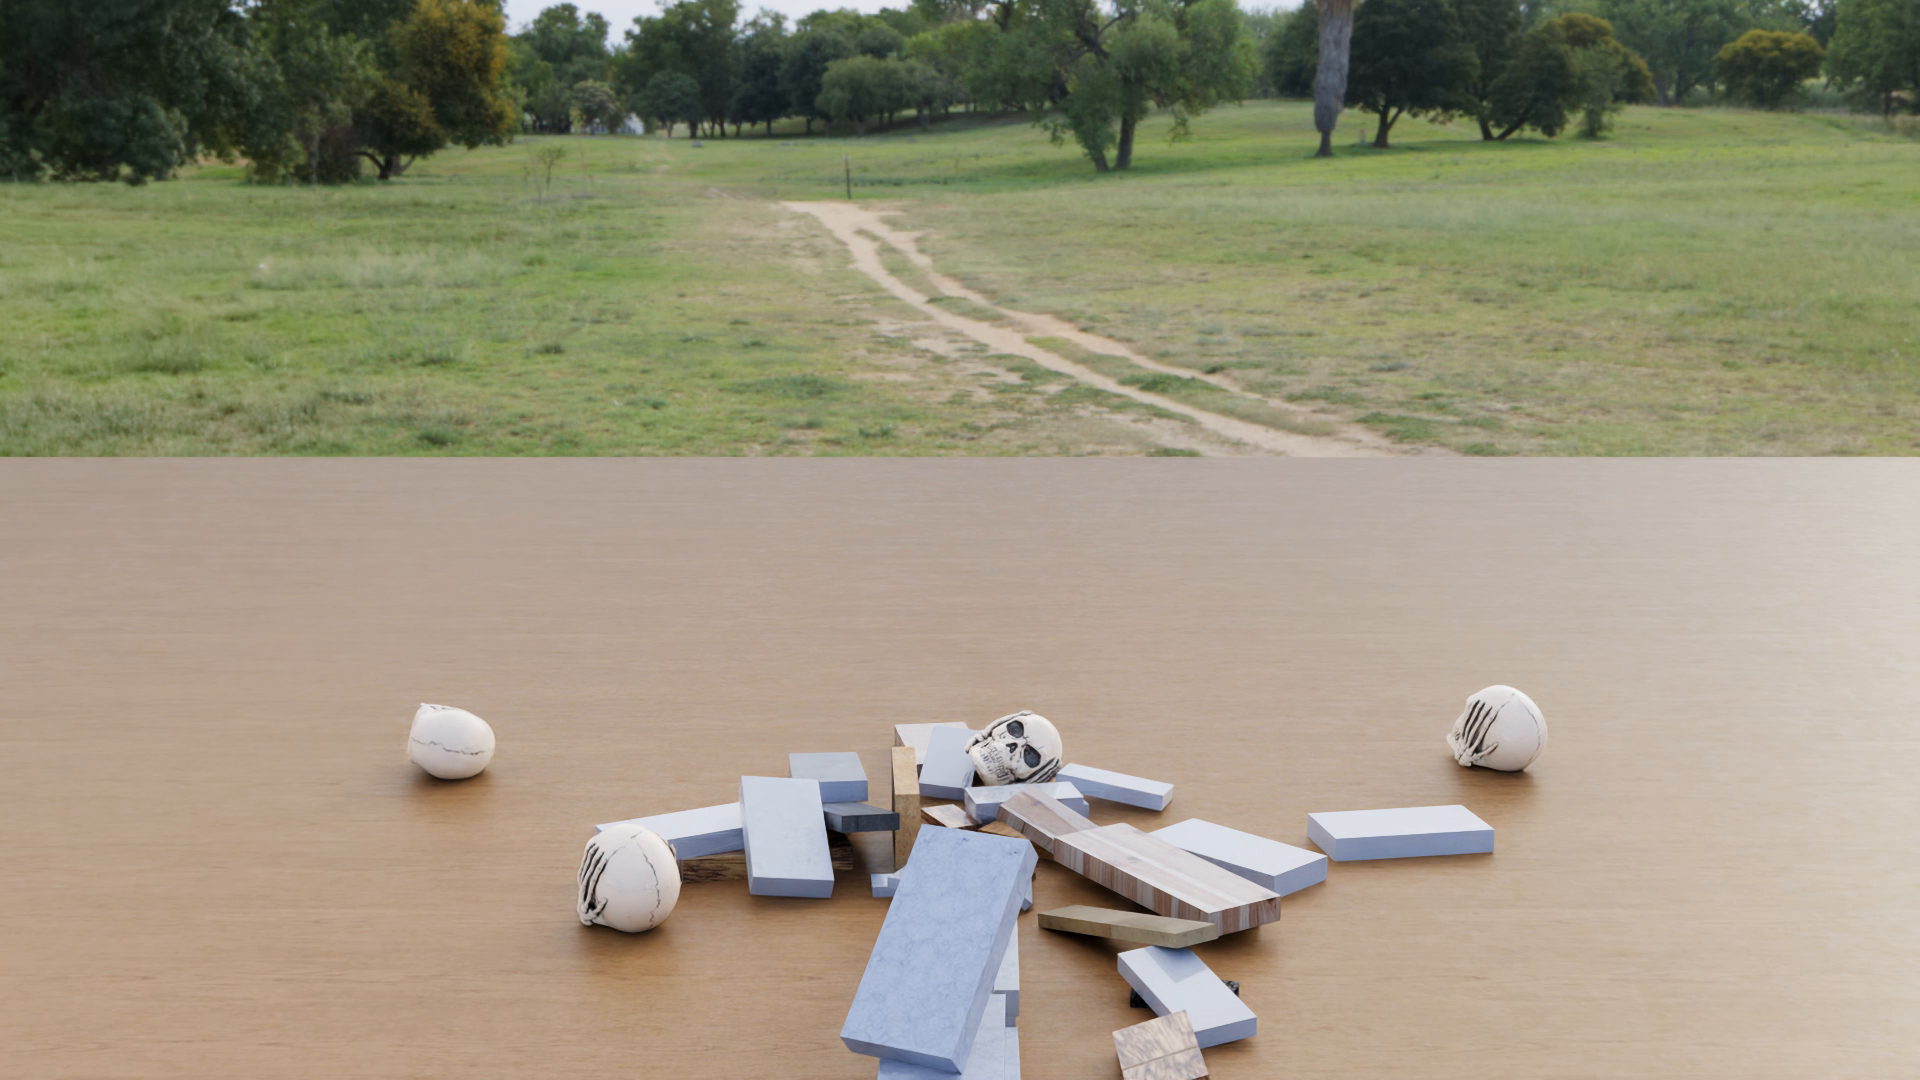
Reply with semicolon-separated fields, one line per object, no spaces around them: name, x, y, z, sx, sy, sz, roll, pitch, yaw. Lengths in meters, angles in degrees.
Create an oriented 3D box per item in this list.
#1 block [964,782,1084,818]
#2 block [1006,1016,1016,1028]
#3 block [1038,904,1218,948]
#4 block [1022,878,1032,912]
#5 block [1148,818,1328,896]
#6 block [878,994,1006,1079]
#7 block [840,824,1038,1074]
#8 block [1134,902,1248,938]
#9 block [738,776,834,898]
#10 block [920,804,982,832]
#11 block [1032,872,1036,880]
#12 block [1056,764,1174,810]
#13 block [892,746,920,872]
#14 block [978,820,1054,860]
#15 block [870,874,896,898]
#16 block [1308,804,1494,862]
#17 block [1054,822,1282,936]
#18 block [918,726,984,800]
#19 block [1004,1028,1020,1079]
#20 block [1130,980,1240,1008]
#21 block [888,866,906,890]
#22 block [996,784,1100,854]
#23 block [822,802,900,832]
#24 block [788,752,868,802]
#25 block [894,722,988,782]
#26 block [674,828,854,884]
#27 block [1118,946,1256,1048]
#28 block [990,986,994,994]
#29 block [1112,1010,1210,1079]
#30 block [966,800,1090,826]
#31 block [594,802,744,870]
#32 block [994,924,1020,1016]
block;0.117;0.477;4.038;0.201;0.028;0.100;-2;11;-11
block;0.002;0.646;3.246;0.155;0.044;0.311;0;11;0
block;0.252;0.593;3.381;0.076;0.022;0.365;-7;0;-32
block;0.090;0.567;3.641;0.062;0.018;0.124;41;9;-6
block;0.469;0.547;3.788;0.147;0.042;0.293;-10;15;-43
block;-0.021;0.672;2.860;0.158;0.045;0.316;0;11;2
block;-0.024;0.525;2.853;0.158;0.045;0.316;5;54;26
block;0.384;0.594;3.569;0.098;0.028;0.195;-8;13;-35
block;-0.297;0.502;3.735;0.135;0.038;0.270;5;31;-13
block;-0.016;0.514;4.027;0.065;0.018;0.130;-5;12;-24
block;0.086;0.566;3.762;0.046;0.013;0.092;-6;12;-29
block;0.292;0.466;4.161;0.207;0.029;0.104;11;8;16
block;-0.097;0.476;3.882;0.042;0.147;0.293;-1;11;-3
block;0.139;0.532;3.907;0.195;0.028;0.098;7;13;33
block;-0.083;0.578;3.686;0.130;0.018;0.065;-1;11;-5
block;0.784;0.522;3.923;0.293;0.042;0.147;-2;11;-10
block;0.332;0.551;3.594;0.147;0.042;0.412;-7;14;-32
block;-0.017;0.431;4.259;0.100;0.028;0.201;6;29;6
block;-0.001;0.750;2.685;0.158;0.045;0.670;0;11;0
block;0.329;0.664;3.213;0.152;0.022;0.076;2;11;11
block;-0.047;0.553;3.715;0.065;0.018;0.199;5;12;26
block;0.171;0.503;3.828;0.195;0.028;0.098;30;33;24
block;-0.212;0.485;3.890;0.100;0.028;0.424;-1;-3;-17
block;-0.253;0.449;4.174;0.135;0.038;0.387;-1;2;-6
block;-0.040;0.428;4.429;0.147;0.042;0.293;-2;11;-9
block;-0.345;0.541;3.819;0.293;0.042;0.147;-3;11;-15
block;0.323;0.651;3.156;0.103;0.029;0.237;-9;20;-19
block;-0.005;0.521;3.014;0.107;0.213;0.030;15;27;31
block;0.269;0.696;2.930;0.107;0.030;0.213;-18;11;1
block;0.124;0.499;4.080;0.207;0.029;0.103;-3;11;-17
block;-0.476;0.507;3.784;0.270;0.038;0.135;-6;12;-29
block;0.005;0.581;3.198;0.155;0.044;0.310;0;24;0
